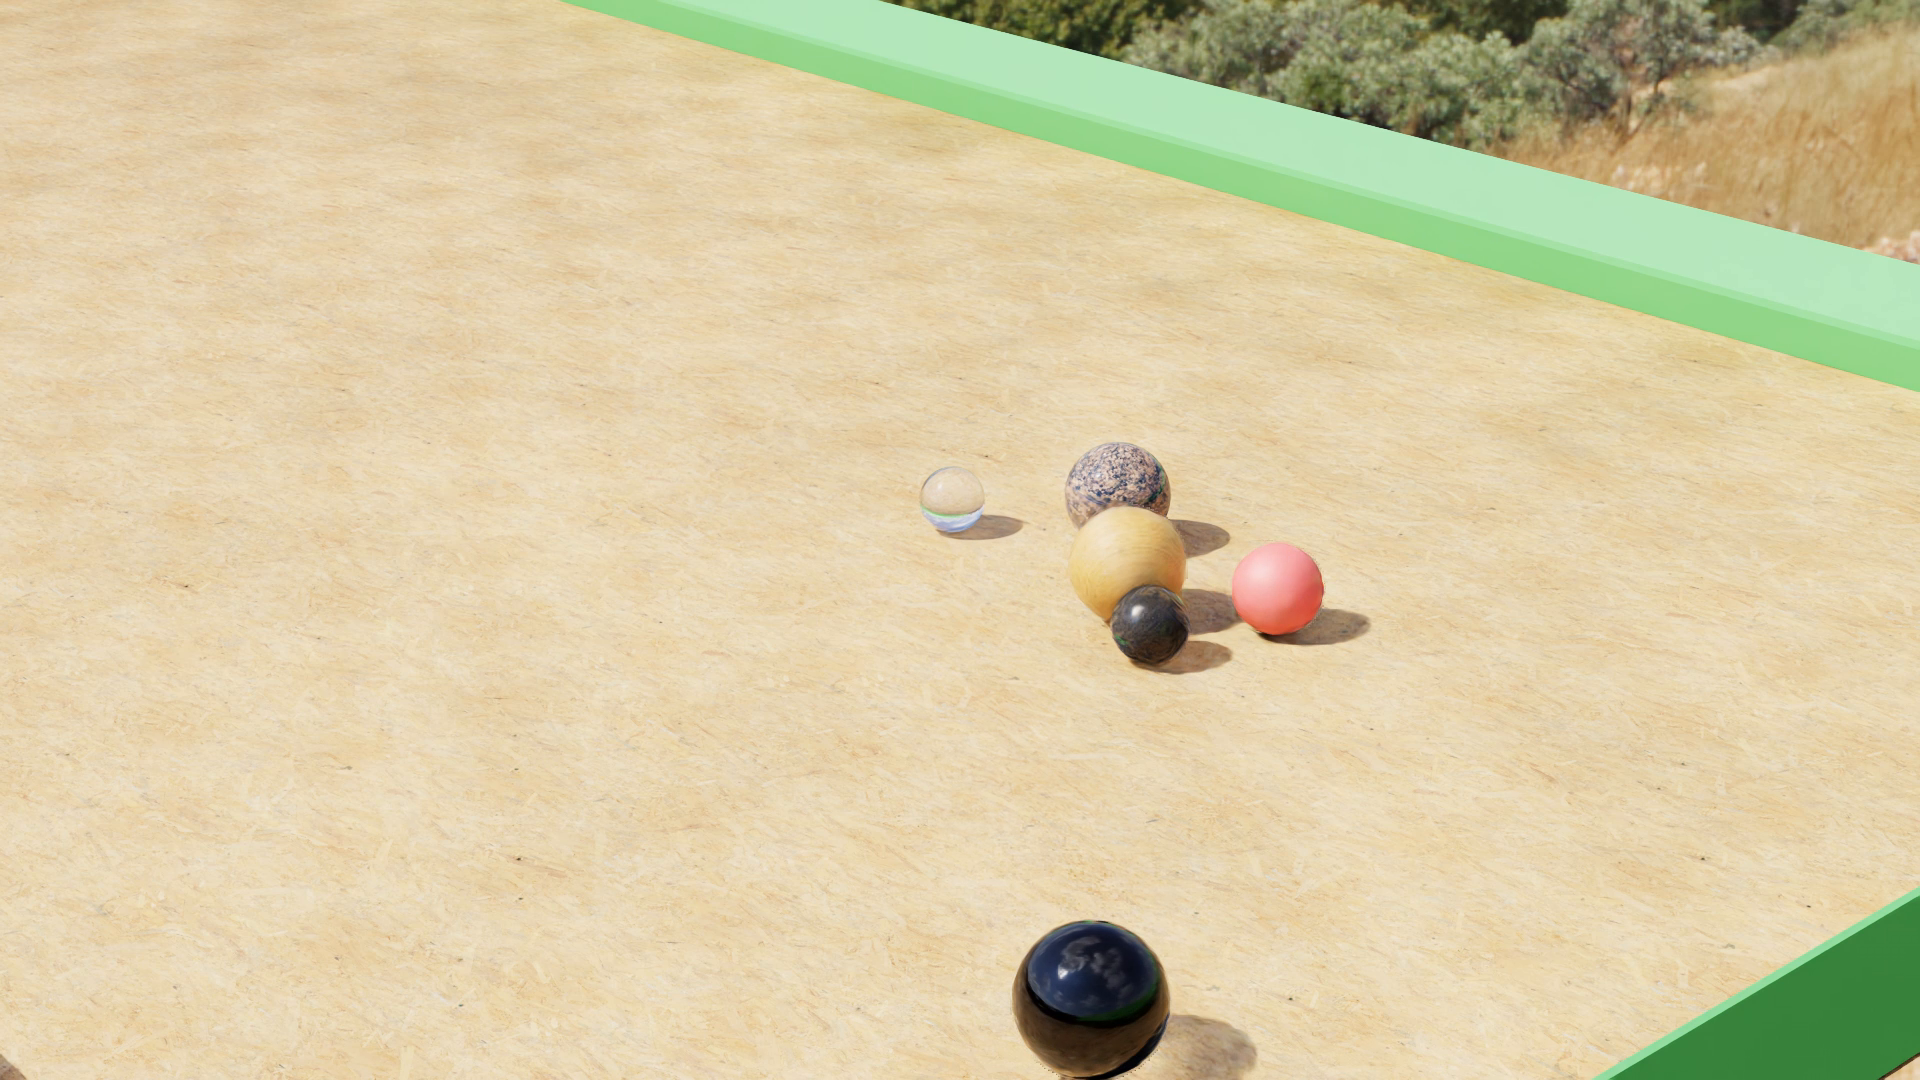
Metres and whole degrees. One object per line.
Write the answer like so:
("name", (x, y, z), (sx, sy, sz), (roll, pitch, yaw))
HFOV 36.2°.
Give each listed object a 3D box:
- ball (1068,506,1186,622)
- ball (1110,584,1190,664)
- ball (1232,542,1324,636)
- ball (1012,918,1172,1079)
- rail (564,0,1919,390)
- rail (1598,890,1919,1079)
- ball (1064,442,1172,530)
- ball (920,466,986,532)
("ball", (0.133, 0.020, 2.330), (0.094, 0.094, 0.094), (0, 23, 0))
("ball", (0.146, 0.065, 2.263), (0.061, 0.061, 0.061), (0, 23, 0))
("ball", (0.250, 0.038, 2.313), (0.072, 0.072, 0.072), (0, 23, 0))
("ball", (0.077, 0.270, 1.730), (0.094, 0.094, 0.094), (0, 23, 0))
("rail", (0.133, -0.536, 3.621), (0.045, 0.122, 3.654), (-19, 29, -37))
("rail", (0.587, 0.235, 1.775), (2.004, 0.122, 0.045), (-19, 29, -37))
("ball", (0.132, -0.038, 2.472), (0.090, 0.090, 0.090), (0, 23, 0))
("ball", (-0.007, -0.035, 2.508), (0.057, 0.057, 0.057), (0, 23, 0))
